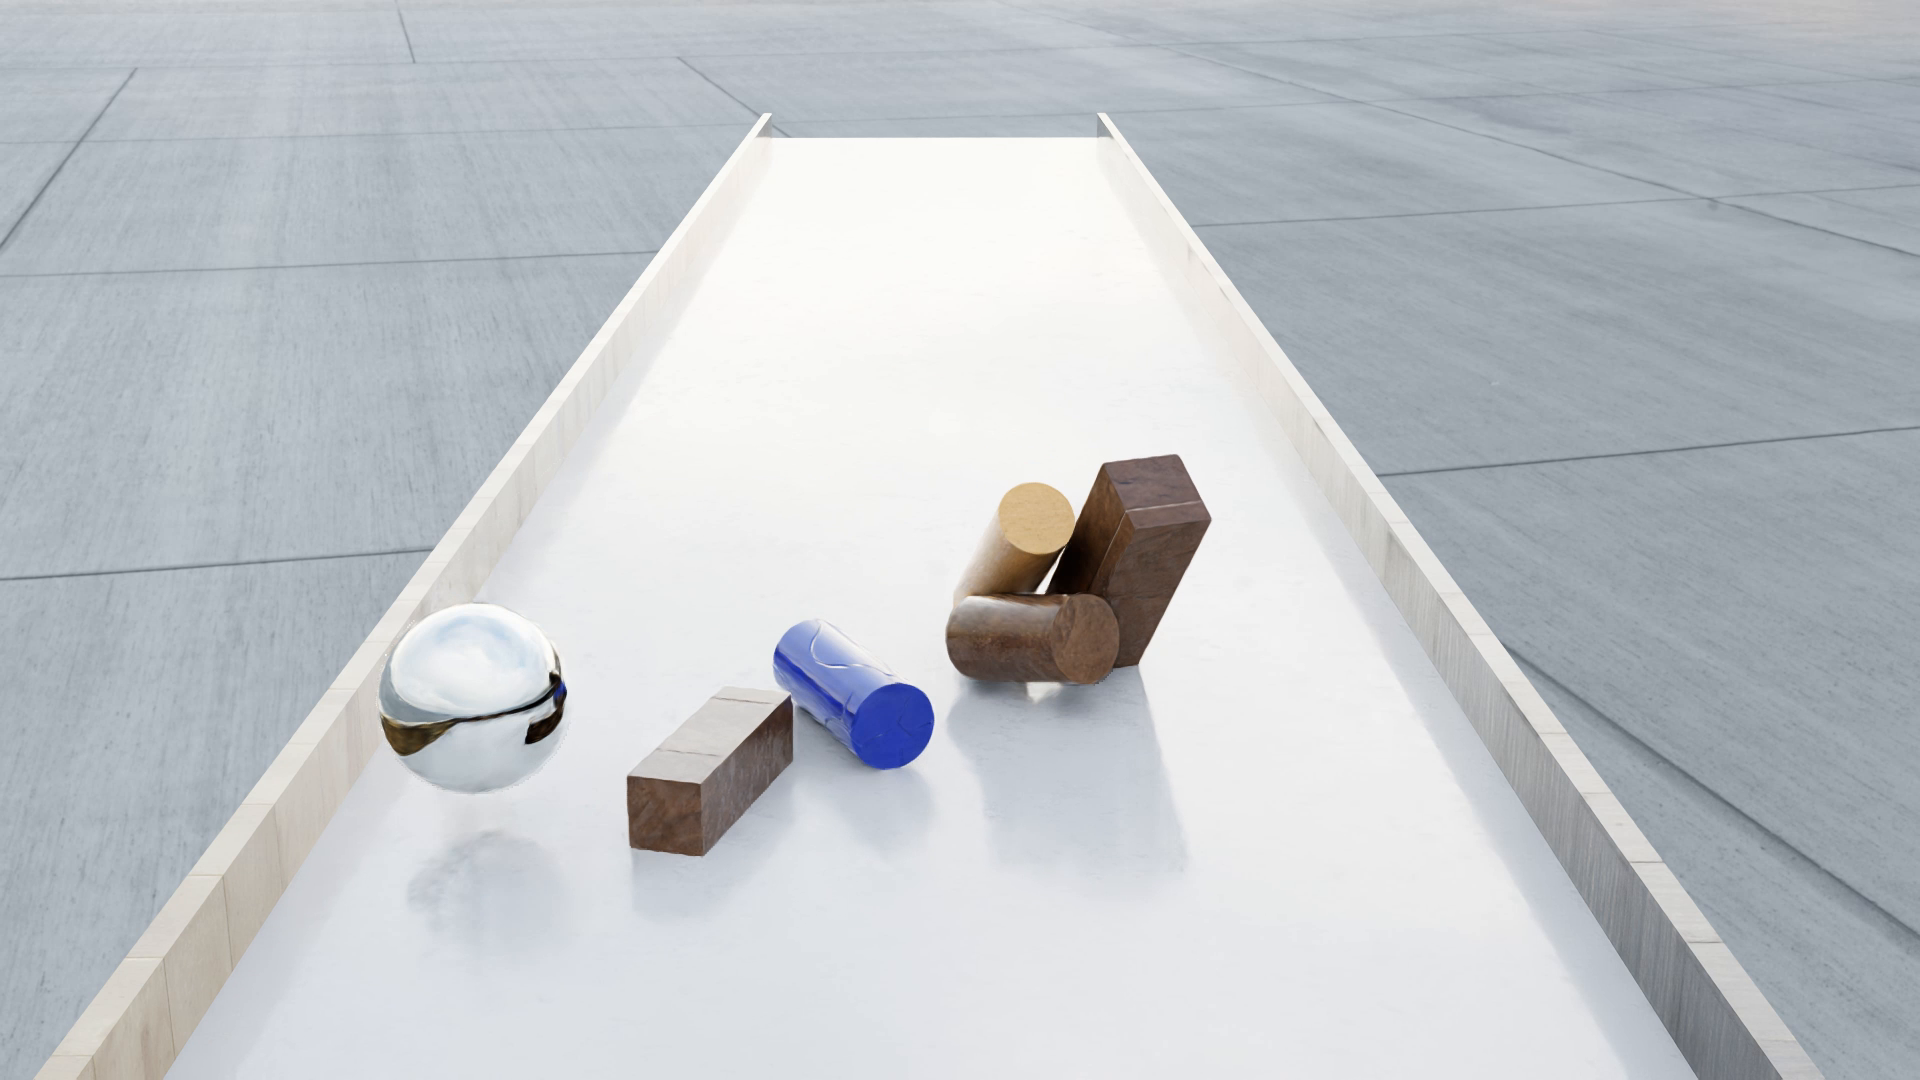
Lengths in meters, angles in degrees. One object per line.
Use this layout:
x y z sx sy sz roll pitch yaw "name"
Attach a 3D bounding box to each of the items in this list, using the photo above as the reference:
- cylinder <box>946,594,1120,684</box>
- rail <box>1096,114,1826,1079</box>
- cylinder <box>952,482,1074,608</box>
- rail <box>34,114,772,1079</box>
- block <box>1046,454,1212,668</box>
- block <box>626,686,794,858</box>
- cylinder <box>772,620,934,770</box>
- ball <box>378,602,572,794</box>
0.135 0.186 4.179 0.168 0.168 0.319 -13 7 -37 "cylinder"
0.932 -0.844 7.801 0.050 0.150 12.000 0 17 -1 "rail"
0.100 0.045 4.342 0.149 0.149 0.456 -4 -22 -14 "cylinder"
-1.118 -0.838 7.780 0.050 0.150 12.000 0 17 -1 "rail"
0.310 0.052 4.232 0.162 0.458 0.162 -7 54 -23 "block"
-0.415 0.384 3.713 0.127 0.127 0.425 5 17 15 "block"
-0.200 0.277 4.015 0.160 0.160 0.385 -8 18 -24 "cylinder"
-0.800 0.261 3.635 0.314 0.314 0.314 0 17 0 "ball"
